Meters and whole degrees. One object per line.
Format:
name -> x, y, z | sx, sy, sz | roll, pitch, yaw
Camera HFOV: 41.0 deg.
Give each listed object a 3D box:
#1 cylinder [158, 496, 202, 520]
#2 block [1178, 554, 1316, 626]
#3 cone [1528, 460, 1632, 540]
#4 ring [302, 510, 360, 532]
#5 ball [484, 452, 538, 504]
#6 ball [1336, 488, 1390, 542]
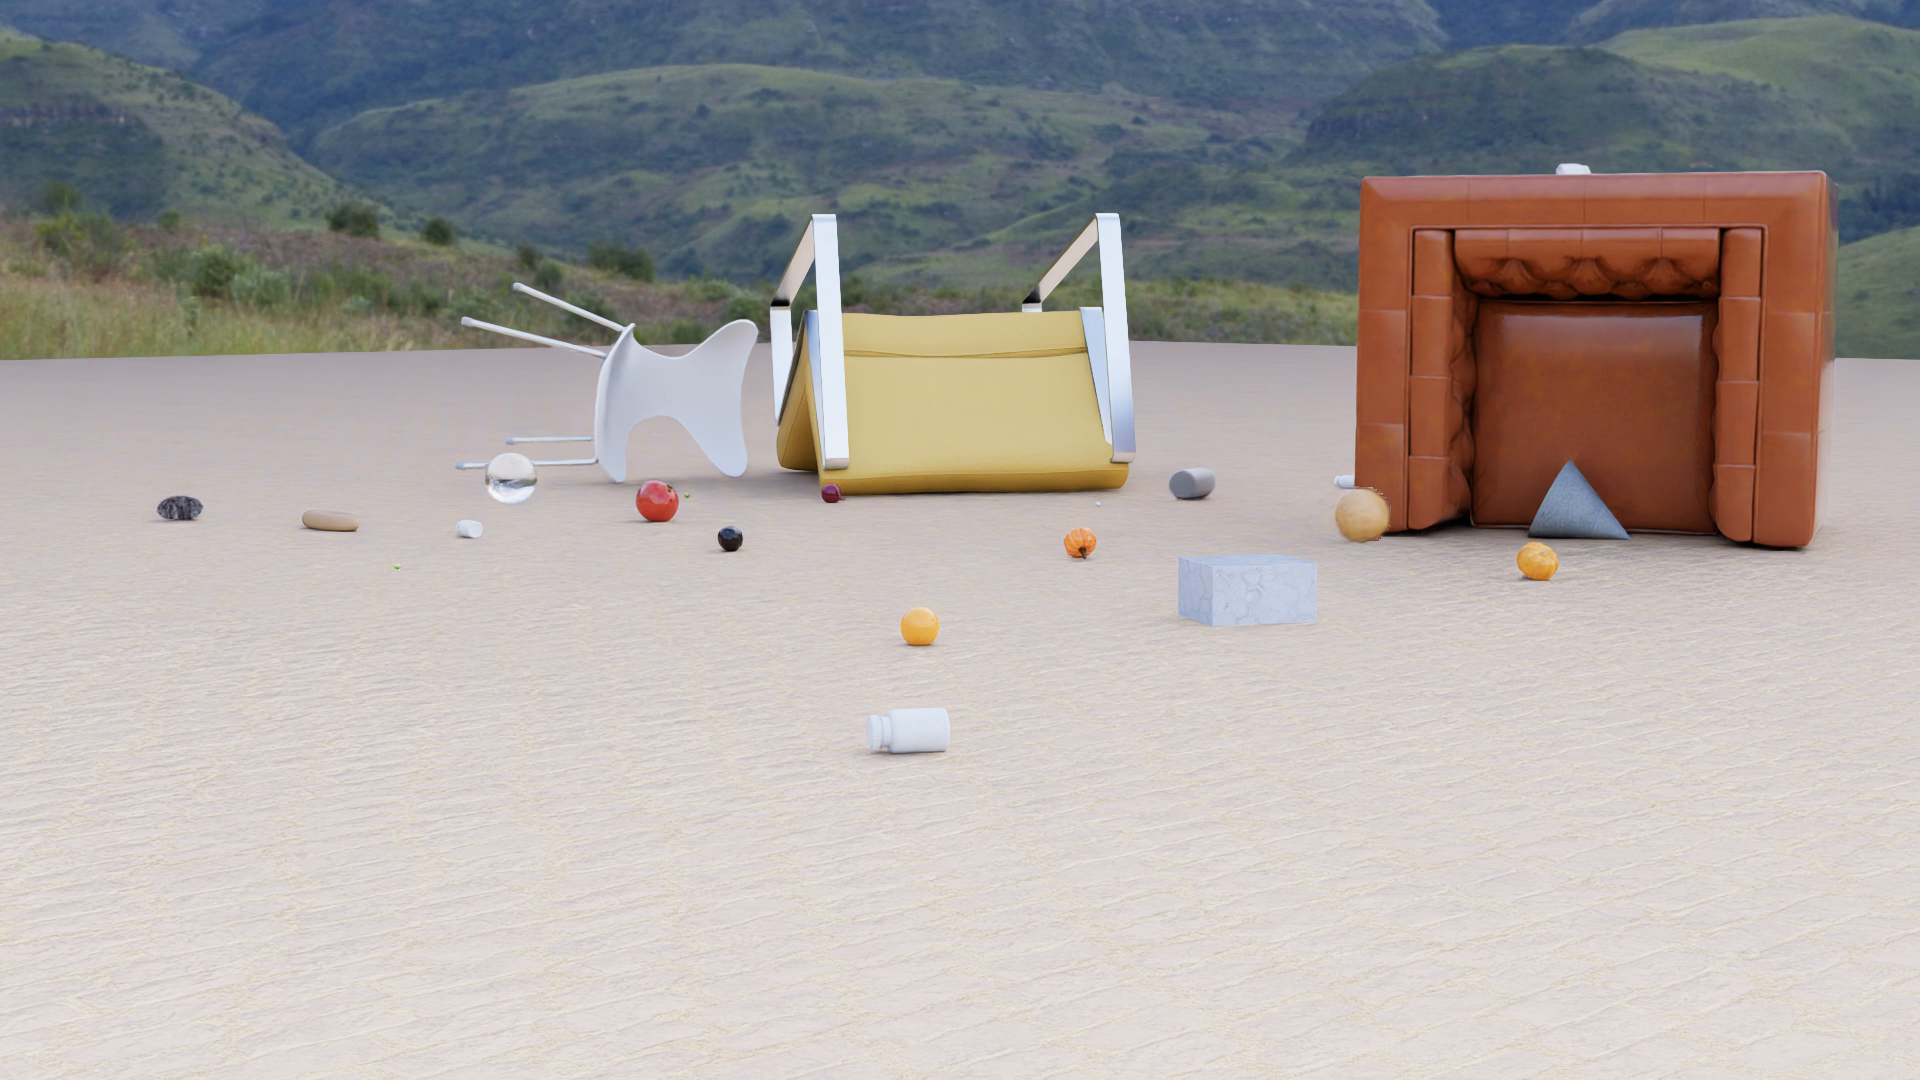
cylinder -> -2.111, -0.086, 6.944 | 0.116, 0.062, 0.061 | -1, 6, -14
block -> 0.553, 0.095, 4.946 | 0.213, 0.112, 0.173 | -2, 6, -17
cone -> 1.585, -0.053, 6.447 | 0.228, 0.213, 0.255 | 29, 32, 16
ring -> -1.640, -0.050, 6.684 | 0.221, 0.045, 0.089 | 6, 7, 41
ball -> -1.299, -0.179, 7.419 | 0.150, 0.150, 0.150 | 0, 6, 0
ball -> 0.996, -0.060, 6.345 | 0.133, 0.133, 0.133 | 0, 6, 0
